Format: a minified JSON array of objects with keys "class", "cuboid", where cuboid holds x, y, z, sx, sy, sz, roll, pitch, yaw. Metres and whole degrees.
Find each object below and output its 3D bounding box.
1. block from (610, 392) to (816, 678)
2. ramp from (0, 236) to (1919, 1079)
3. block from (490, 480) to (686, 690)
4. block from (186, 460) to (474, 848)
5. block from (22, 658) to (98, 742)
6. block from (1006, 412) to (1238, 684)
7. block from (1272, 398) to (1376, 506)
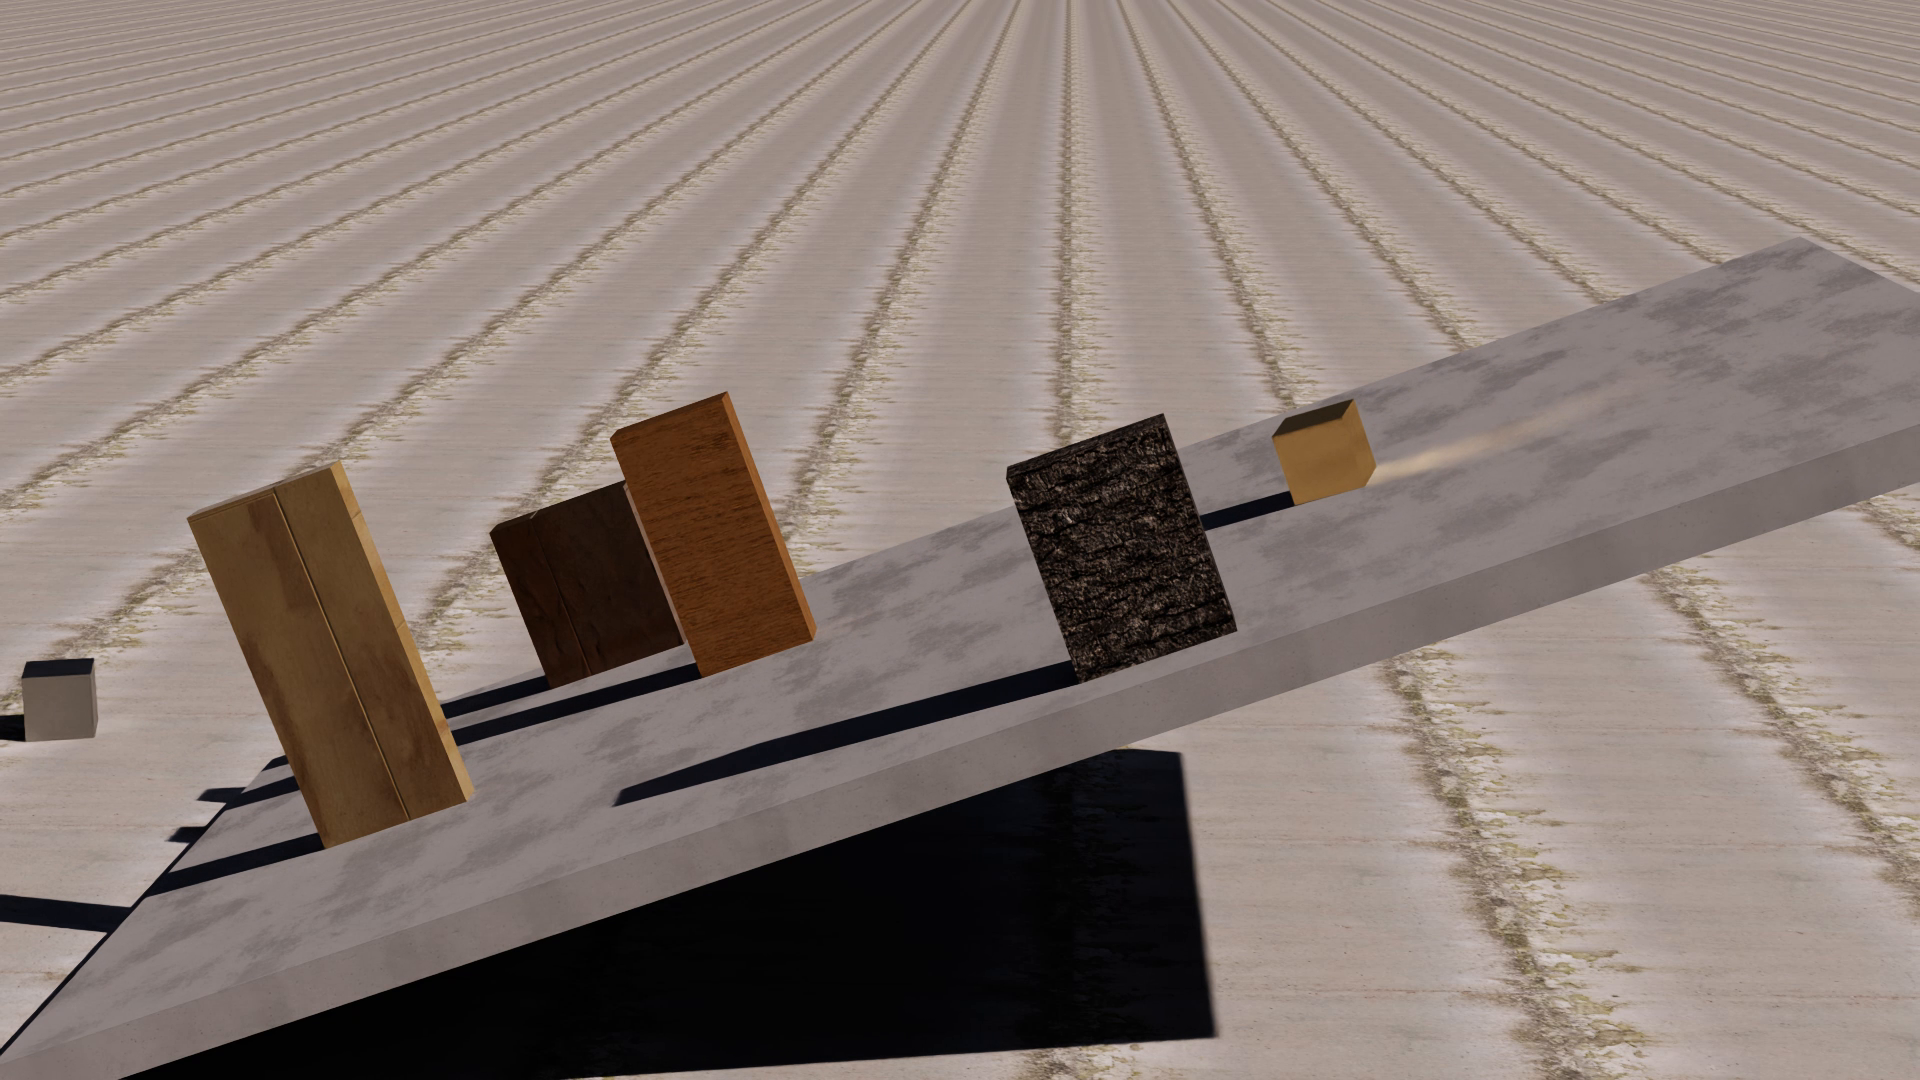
[{"class":"block","cuboid":[-0.550,-0.011,6.599,0.266,0.580,0.112,-19,11,6]},{"class":"ramp","cuboid":[0.112,0.178,6.300,4.000,0.100,2.000,-19,11,6]},{"class":"block","cuboid":[-0.889,0.106,7.075,0.344,0.409,0.100,-19,11,6]},{"class":"block","cuboid":[-1.332,0.246,6.244,0.328,0.768,0.084,-19,11,6]},{"class":"block","cuboid":[-2.461,0.436,8.045,0.180,0.180,0.180,-3,13,-13]},{"class":"block","cuboid":[0.299,0.015,5.430,0.306,0.409,0.115,-19,11,6]},{"class":"block","cuboid":[0.772,-0.187,6.227,0.156,0.156,0.156,-16,12,21]}]
